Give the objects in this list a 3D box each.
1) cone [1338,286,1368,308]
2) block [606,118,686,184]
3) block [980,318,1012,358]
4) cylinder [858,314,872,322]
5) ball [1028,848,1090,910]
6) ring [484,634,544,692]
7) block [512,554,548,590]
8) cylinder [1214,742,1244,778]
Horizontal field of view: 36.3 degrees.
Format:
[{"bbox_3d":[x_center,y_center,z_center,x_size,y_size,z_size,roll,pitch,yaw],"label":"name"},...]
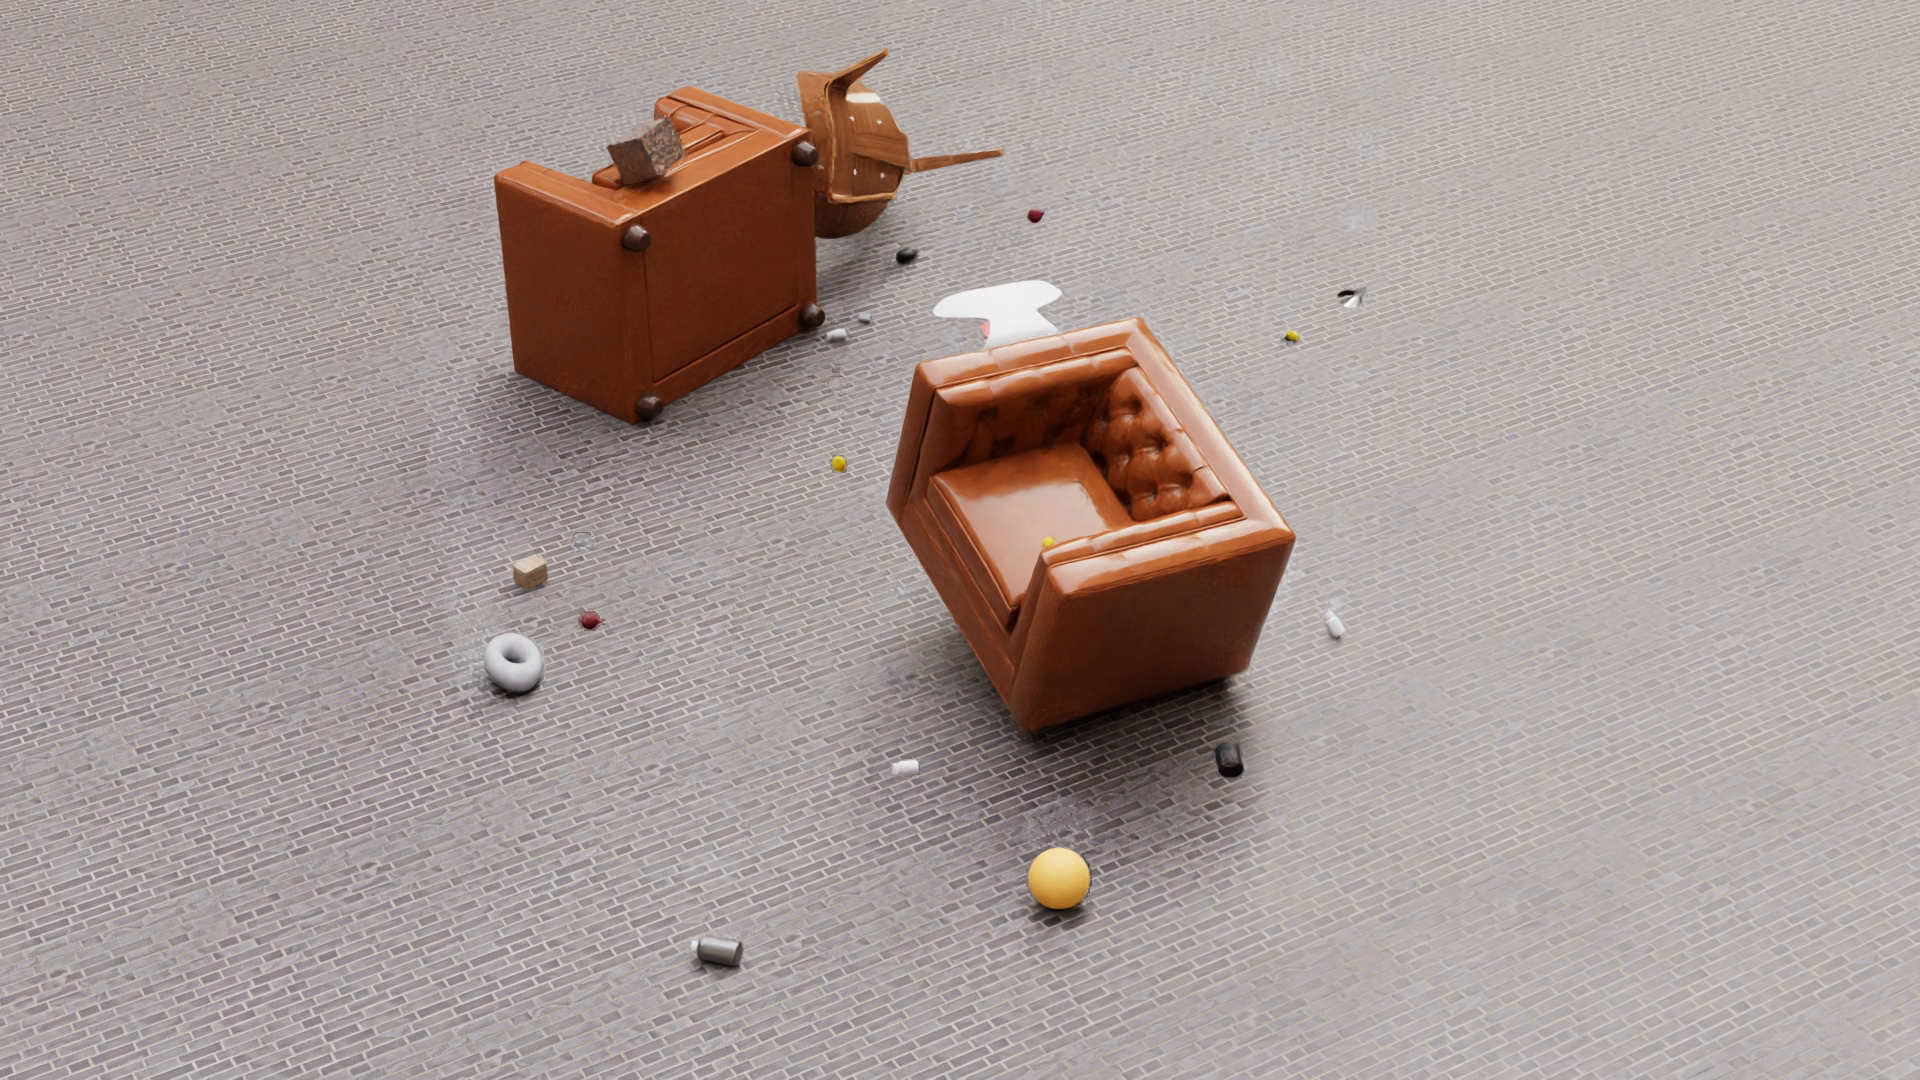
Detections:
[{"bbox_3d":[1.520,-0.943,11.153,0.110,0.077,0.137,-35,21,-26],"label":"cone"},{"bbox_3d":[-1.220,-1.514,11.405,0.187,0.165,0.187,-7,27,40],"label":"block"},{"bbox_3d":[0.149,-0.831,12.047,0.079,0.134,0.077,-27,50,-1],"label":"block"},{"bbox_3d":[-0.400,-0.935,12.335,0.047,0.031,0.056,5,27,8],"label":"cylinder"},{"bbox_3d":[0.309,1.058,9.164,0.193,0.193,0.193,0,33,0],"label":"ball"},{"bbox_3d":[-1.552,0.425,10.195,0.204,0.098,0.290,1,31,-19],"label":"ring"},{"bbox_3d":[-1.568,0.119,10.695,0.074,0.076,0.097,28,43,36],"label":"block"},{"bbox_3d":[0.850,0.694,9.257,0.082,0.064,0.098,-8,37,3],"label":"cylinder"}]
